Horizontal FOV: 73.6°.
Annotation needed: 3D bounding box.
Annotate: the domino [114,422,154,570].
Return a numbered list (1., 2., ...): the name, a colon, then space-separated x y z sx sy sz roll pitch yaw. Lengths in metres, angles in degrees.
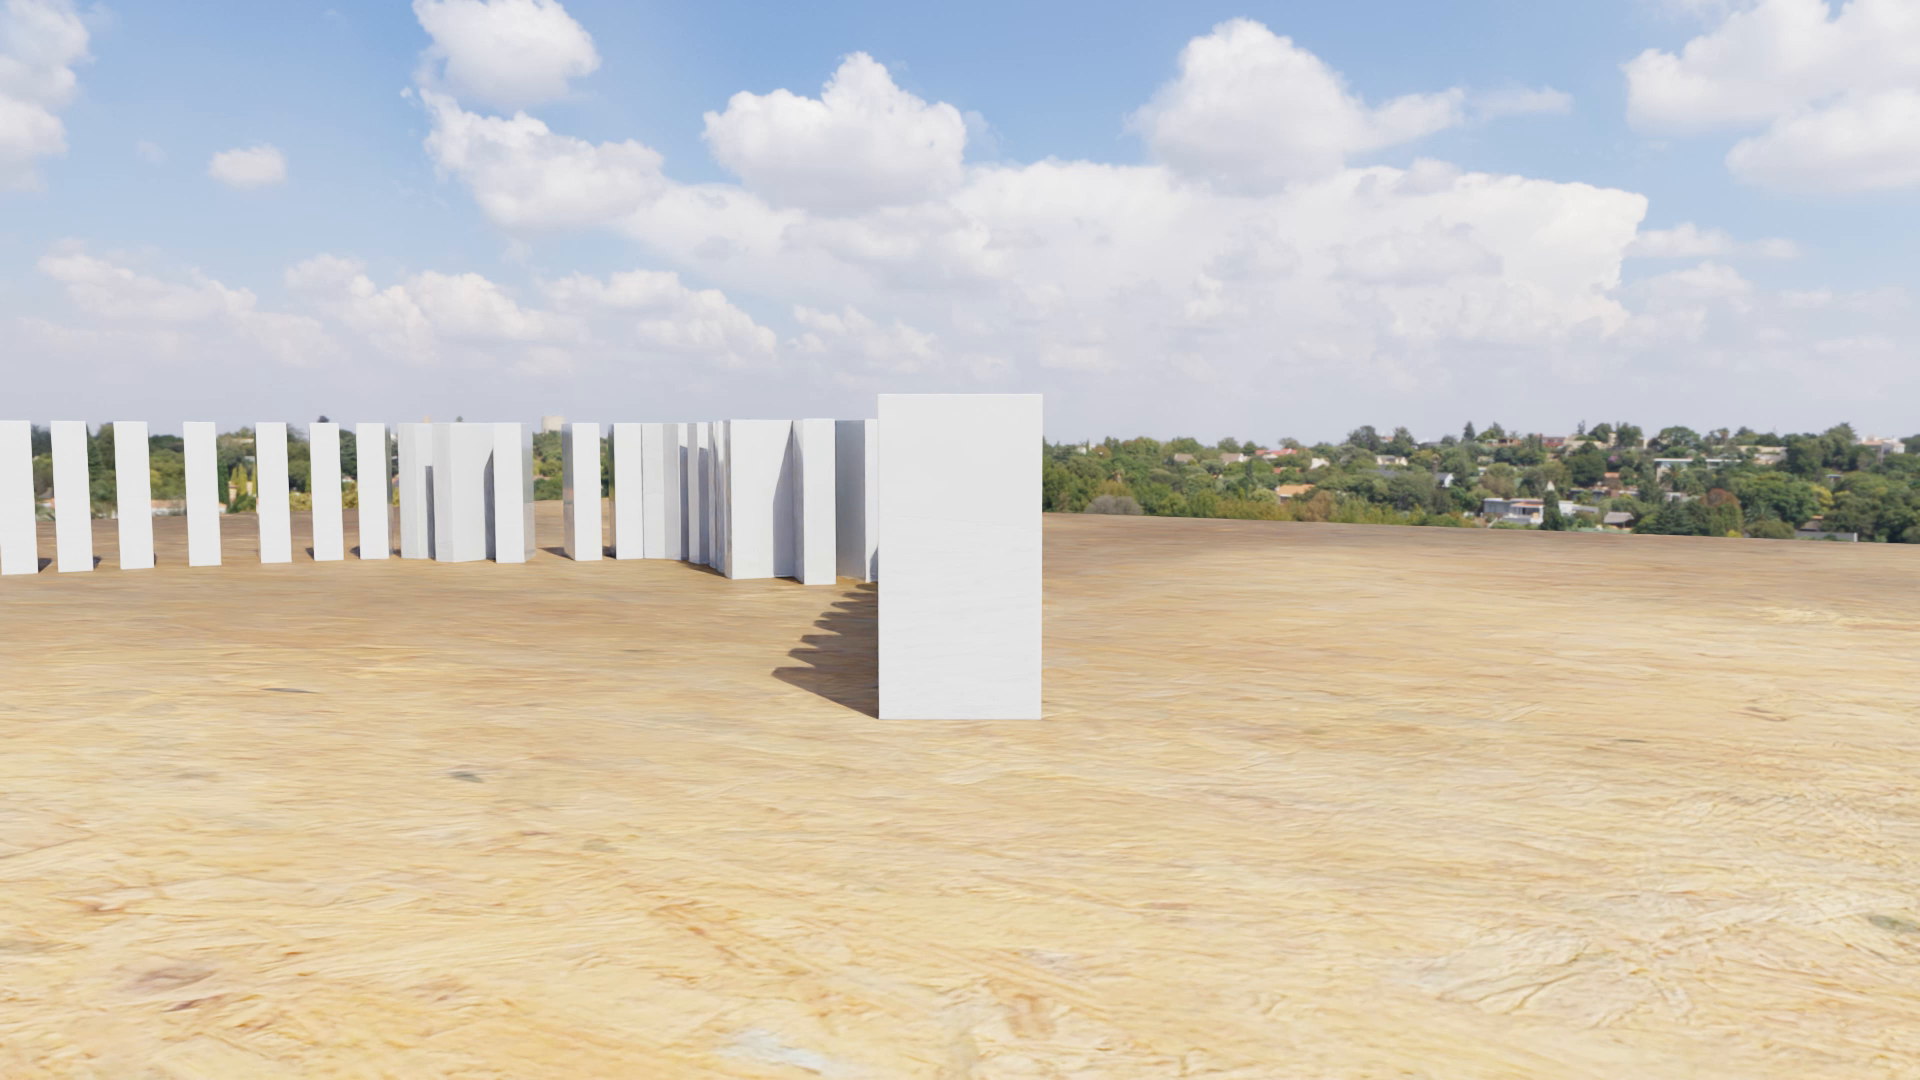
1. domino: -0.288 -0.016 0.446 0.009 0.050 0.025 -3 5 -34

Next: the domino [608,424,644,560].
1. domino: -0.126 -0.019 0.484 0.010 0.050 0.025 -2 5 -21

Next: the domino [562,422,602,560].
1. domino: -0.141 -0.018 0.478 0.009 0.050 0.025 -2 5 -26

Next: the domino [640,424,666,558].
1. domino: -0.111 -0.019 0.487 0.009 0.050 0.025 1 4 12

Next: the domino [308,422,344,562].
1. domino: -0.236 -0.018 0.477 0.010 0.050 0.025 -2 5 -27

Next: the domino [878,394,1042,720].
1. domino: 0.000 0.002 0.201 0.025 0.050 0.009 0 4 0

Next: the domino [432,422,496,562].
1. domino: -0.179 -0.018 0.471 0.010 0.050 0.025 2 5 28

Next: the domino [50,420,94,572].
1. domino: -0.302 -0.015 0.436 0.010 0.050 0.025 -3 5 -35

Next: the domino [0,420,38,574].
1. domino: -0.314 -0.015 0.428 0.010 0.050 0.025 -3 5 -35

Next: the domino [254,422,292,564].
1. domino: -0.251 -0.018 0.469 0.010 0.050 0.025 -3 5 -31

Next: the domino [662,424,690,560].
1. domino: -0.097 -0.018 0.479 0.010 0.050 0.025 4 6 41

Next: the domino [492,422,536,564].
1. domino: -0.163 -0.018 0.469 0.009 0.050 0.025 -1 4 -9

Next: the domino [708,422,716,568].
1. domino: -0.074 -0.016 0.445 0.025 0.050 0.010 -2 5 -23

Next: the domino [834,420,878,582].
1. domino: -0.031 -0.013 0.405 0.009 0.050 0.025 -3 5 -31

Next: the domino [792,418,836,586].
1. domino: -0.045 -0.012 0.398 0.009 0.050 0.025 -1 4 -14

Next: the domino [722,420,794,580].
1. domino: -0.062 -0.013 0.410 0.025 0.050 0.009 -2 5 -25

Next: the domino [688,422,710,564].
1. domino: -0.084 -0.017 0.463 0.025 0.050 0.009 -3 5 -33

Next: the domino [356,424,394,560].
1. domino: -0.220 -0.019 0.484 0.010 0.050 0.025 -1 5 -19

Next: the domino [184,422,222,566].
1. domino: -0.270 -0.017 0.457 0.009 0.050 0.025 -3 5 -31

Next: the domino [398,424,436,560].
1. domino: -0.198 -0.019 0.484 0.010 0.050 0.025 2 5 27

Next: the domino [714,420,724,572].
1. domino: -0.069 -0.015 0.430 0.025 0.050 0.009 -1 4 -16
